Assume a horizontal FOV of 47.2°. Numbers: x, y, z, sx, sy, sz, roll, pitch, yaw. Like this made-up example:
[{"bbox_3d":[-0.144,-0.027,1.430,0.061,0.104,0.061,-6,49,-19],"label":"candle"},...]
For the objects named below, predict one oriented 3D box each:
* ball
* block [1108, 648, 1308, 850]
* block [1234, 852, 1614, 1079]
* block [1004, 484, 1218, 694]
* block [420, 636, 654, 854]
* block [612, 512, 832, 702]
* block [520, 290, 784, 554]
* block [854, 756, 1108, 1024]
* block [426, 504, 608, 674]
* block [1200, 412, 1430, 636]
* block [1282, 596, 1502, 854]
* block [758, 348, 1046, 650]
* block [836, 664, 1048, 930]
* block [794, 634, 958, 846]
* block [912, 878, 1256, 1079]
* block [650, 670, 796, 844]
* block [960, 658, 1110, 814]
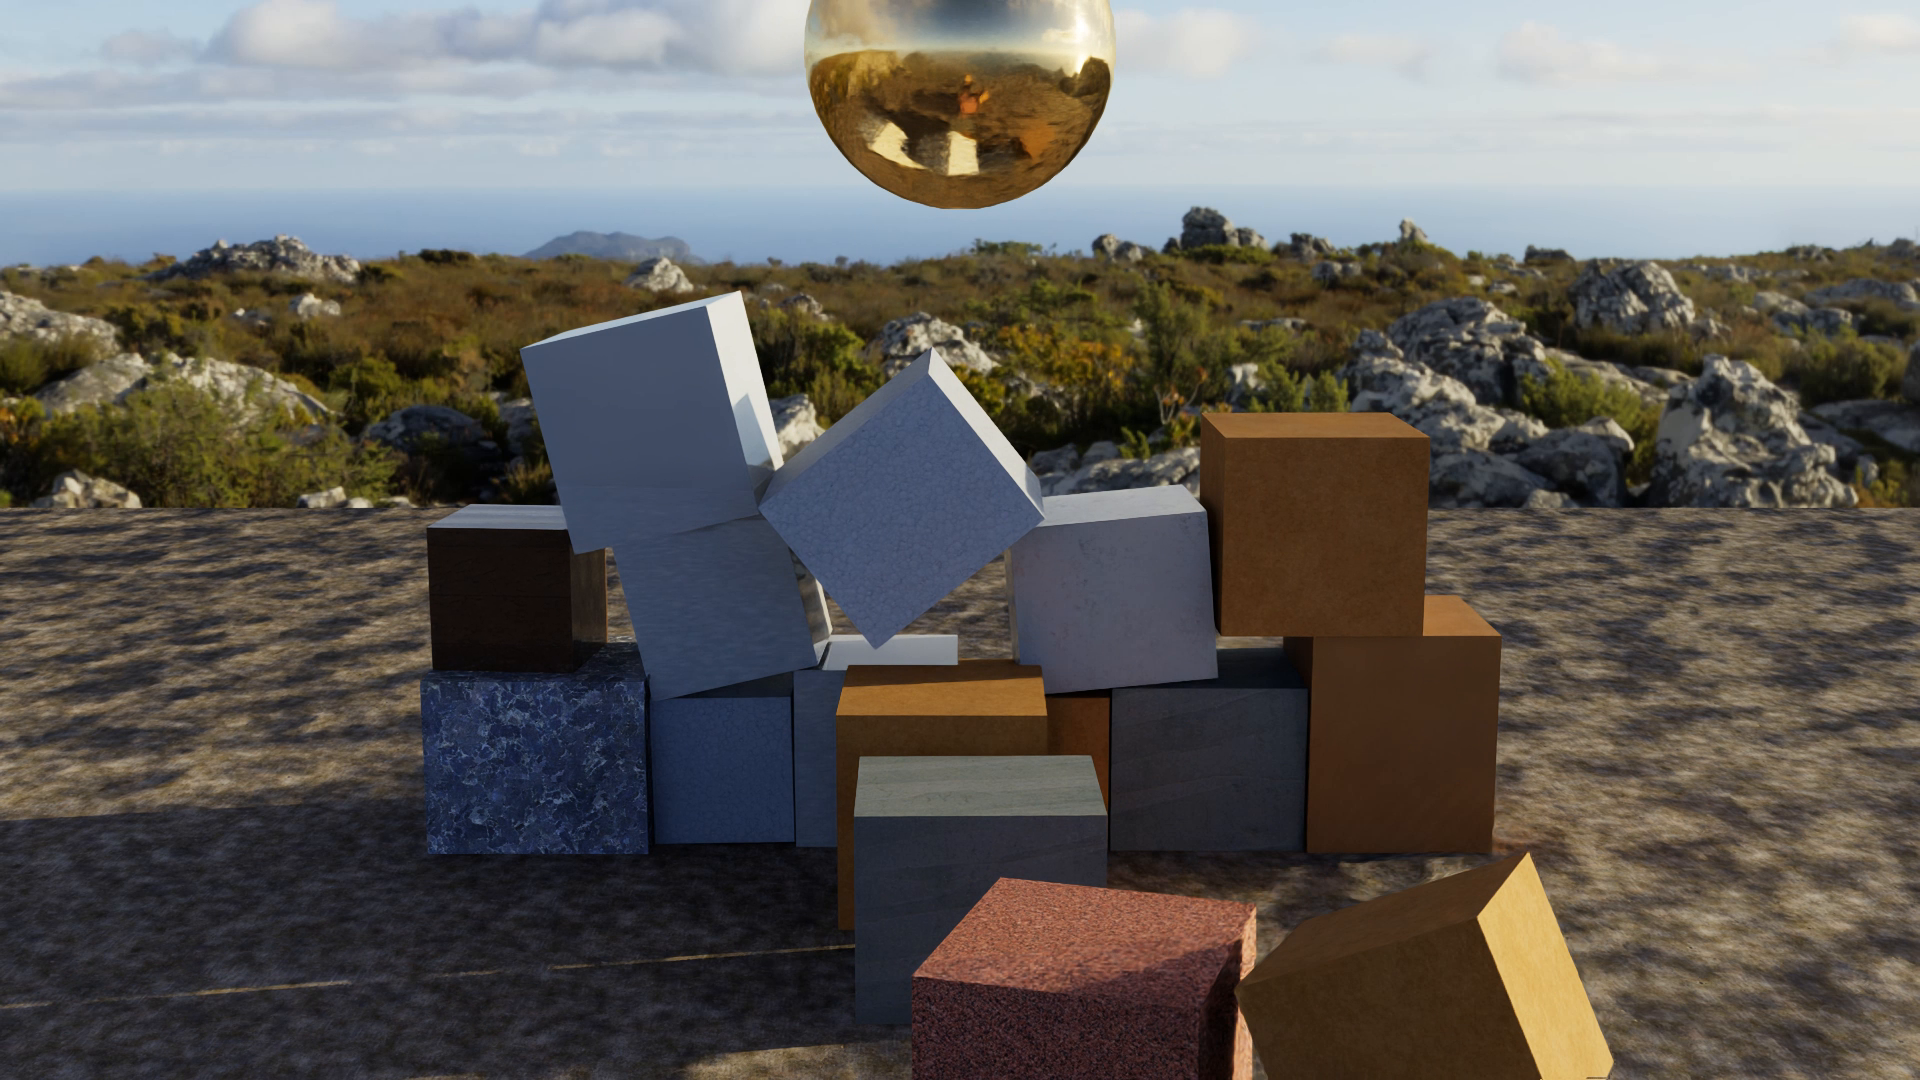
[{"bbox_3d":[0.000,-2.494,11.220,1.600,1.600,1.600,0,10,0],"label":"ball"},{"bbox_3d":[1.236,1.066,11.374,0.968,0.834,0.888,0,10,0],"label":"block"},{"bbox_3d":[1.448,1.508,6.812,0.795,0.712,0.760,-23,-3,26],"label":"block"},{"bbox_3d":[0.743,0.239,11.237,0.971,0.841,0.873,-5,10,-1],"label":"block"},{"bbox_3d":[-2.104,1.040,11.382,1.099,0.882,1.016,0,10,0],"label":"block"},{"bbox_3d":[-1.193,0.252,11.223,0.847,0.806,0.809,-13,10,4],"label":"block"},{"bbox_3d":[-1.515,-0.609,11.090,0.945,1.037,0.896,-12,10,7],"label":"block"},{"bbox_3d":[0.075,1.442,9.201,1.005,0.870,0.861,0,10,-1],"label":"block"},{"bbox_3d":[-2.257,0.238,11.290,0.721,0.728,0.706,1,10,5],"label":"block"},{"bbox_3d":[1.765,-0.099,11.145,0.989,0.980,0.980,0,10,-1],"label":"block"},{"bbox_3d":[2.191,0.929,11.345,0.922,1.113,0.979,0,10,0],"label":"block"},{"bbox_3d":[-0.271,-0.229,10.813,1.027,0.880,1.000,-38,9,8],"label":"block"},{"bbox_3d":[-0.078,1.181,10.279,0.935,0.998,0.950,0,10,0],"label":"block"},{"bbox_3d":[-0.419,1.024,11.378,0.812,0.914,0.792,0,10,0],"label":"block"},{"bbox_3d":[0.432,1.761,7.292,0.915,0.926,0.981,3,11,17],"label":"block"},{"bbox_3d":[-1.195,1.098,11.391,0.705,0.754,0.693,-1,10,0],"label":"block"},{"bbox_3d":[0.368,1.094,11.360,0.745,0.784,0.836,0,10,0],"label":"block"}]
